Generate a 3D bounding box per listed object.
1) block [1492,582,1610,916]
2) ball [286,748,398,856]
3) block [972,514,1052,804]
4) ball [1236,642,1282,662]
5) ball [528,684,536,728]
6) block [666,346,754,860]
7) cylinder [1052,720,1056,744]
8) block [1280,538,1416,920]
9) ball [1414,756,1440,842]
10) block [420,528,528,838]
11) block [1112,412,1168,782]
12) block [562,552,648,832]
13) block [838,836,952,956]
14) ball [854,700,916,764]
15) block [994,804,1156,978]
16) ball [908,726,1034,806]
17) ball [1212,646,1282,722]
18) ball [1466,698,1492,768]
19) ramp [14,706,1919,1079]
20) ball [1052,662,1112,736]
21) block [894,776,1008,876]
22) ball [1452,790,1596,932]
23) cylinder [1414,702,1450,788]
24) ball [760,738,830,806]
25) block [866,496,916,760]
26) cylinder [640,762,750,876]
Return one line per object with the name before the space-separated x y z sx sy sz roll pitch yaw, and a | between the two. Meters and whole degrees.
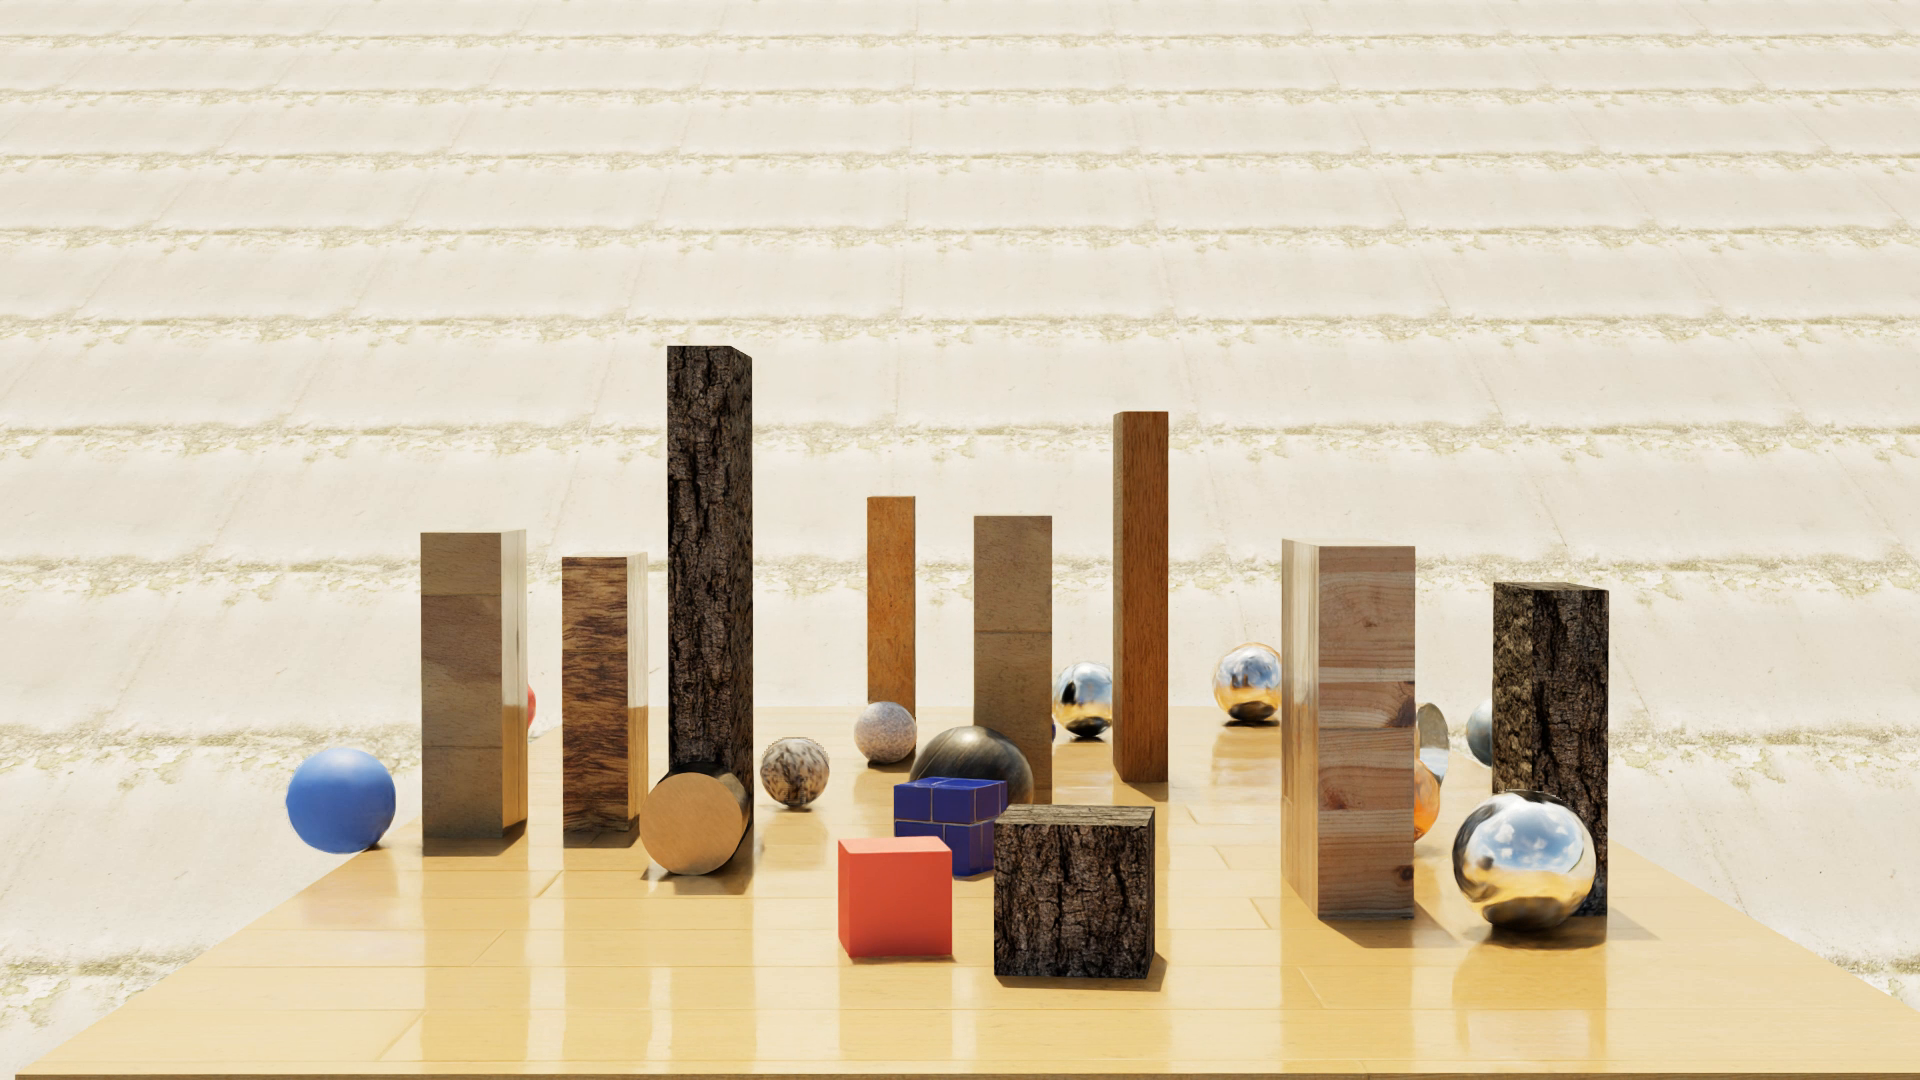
block | 0.819 0.283 3.590 0.103 0.438 0.254 0 2 0
ball | -0.995 0.420 4.153 0.173 0.173 0.173 0 26 0
block | 0.085 0.221 4.274 0.126 0.527 0.243 0 2 0
ball | 0.737 0.341 6.467 0.169 0.169 0.169 0 26 0
ball | -1.169 0.424 6.563 0.181 0.181 0.181 0 26 0
block | -0.401 0.091 4.179 0.097 0.791 0.434 0 2 0
cylinder | 0.134 0.400 5.446 0.107 0.107 0.107 -8 4 -16
block | 0.541 0.252 3.631 0.129 0.498 0.393 0 2 0
ball | 0.683 0.411 4.092 0.156 0.156 0.156 0 26 0
block | -0.813 0.234 4.331 0.132 0.499 0.247 0 2 0
block | 0.357 0.105 5.111 0.088 0.713 0.310 0 2 0
block | -0.606 0.252 4.419 0.109 0.457 0.284 0 2 0
block | -0.083 0.448 3.250 0.128 0.128 0.128 0 2 -9
ball | -0.154 0.393 5.272 0.129 0.129 0.129 0 26 0
block | 0.142 0.424 3.138 0.181 0.181 0.181 0 2 8
ball | 0.018 0.391 4.058 0.199 0.199 0.199 0 26 0
ball | 0.691 0.343 6.143 0.182 0.182 0.182 0 26 0
ball | 1.194 0.424 5.661 0.165 0.165 0.165 0 26 0
ramp | 0.058 0.527 4.564 2.000 0.100 4.000 0 2 0
ball | 0.287 0.358 5.811 0.170 0.170 0.170 0 26 0
block | -0.014 0.431 3.892 0.128 0.128 0.128 1 2 27
ball | 0.732 0.417 3.352 0.183 0.183 0.183 0 26 0
cylinder | 0.781 0.383 4.744 0.176 0.176 0.176 1 22 36
ball | -0.295 0.414 4.605 0.123 0.123 0.123 0 26 0
block | -0.145 0.179 5.526 0.094 0.544 0.391 0 2 0
cylinder | -0.400 0.418 3.894 0.153 0.153 0.153 0 2 -1
